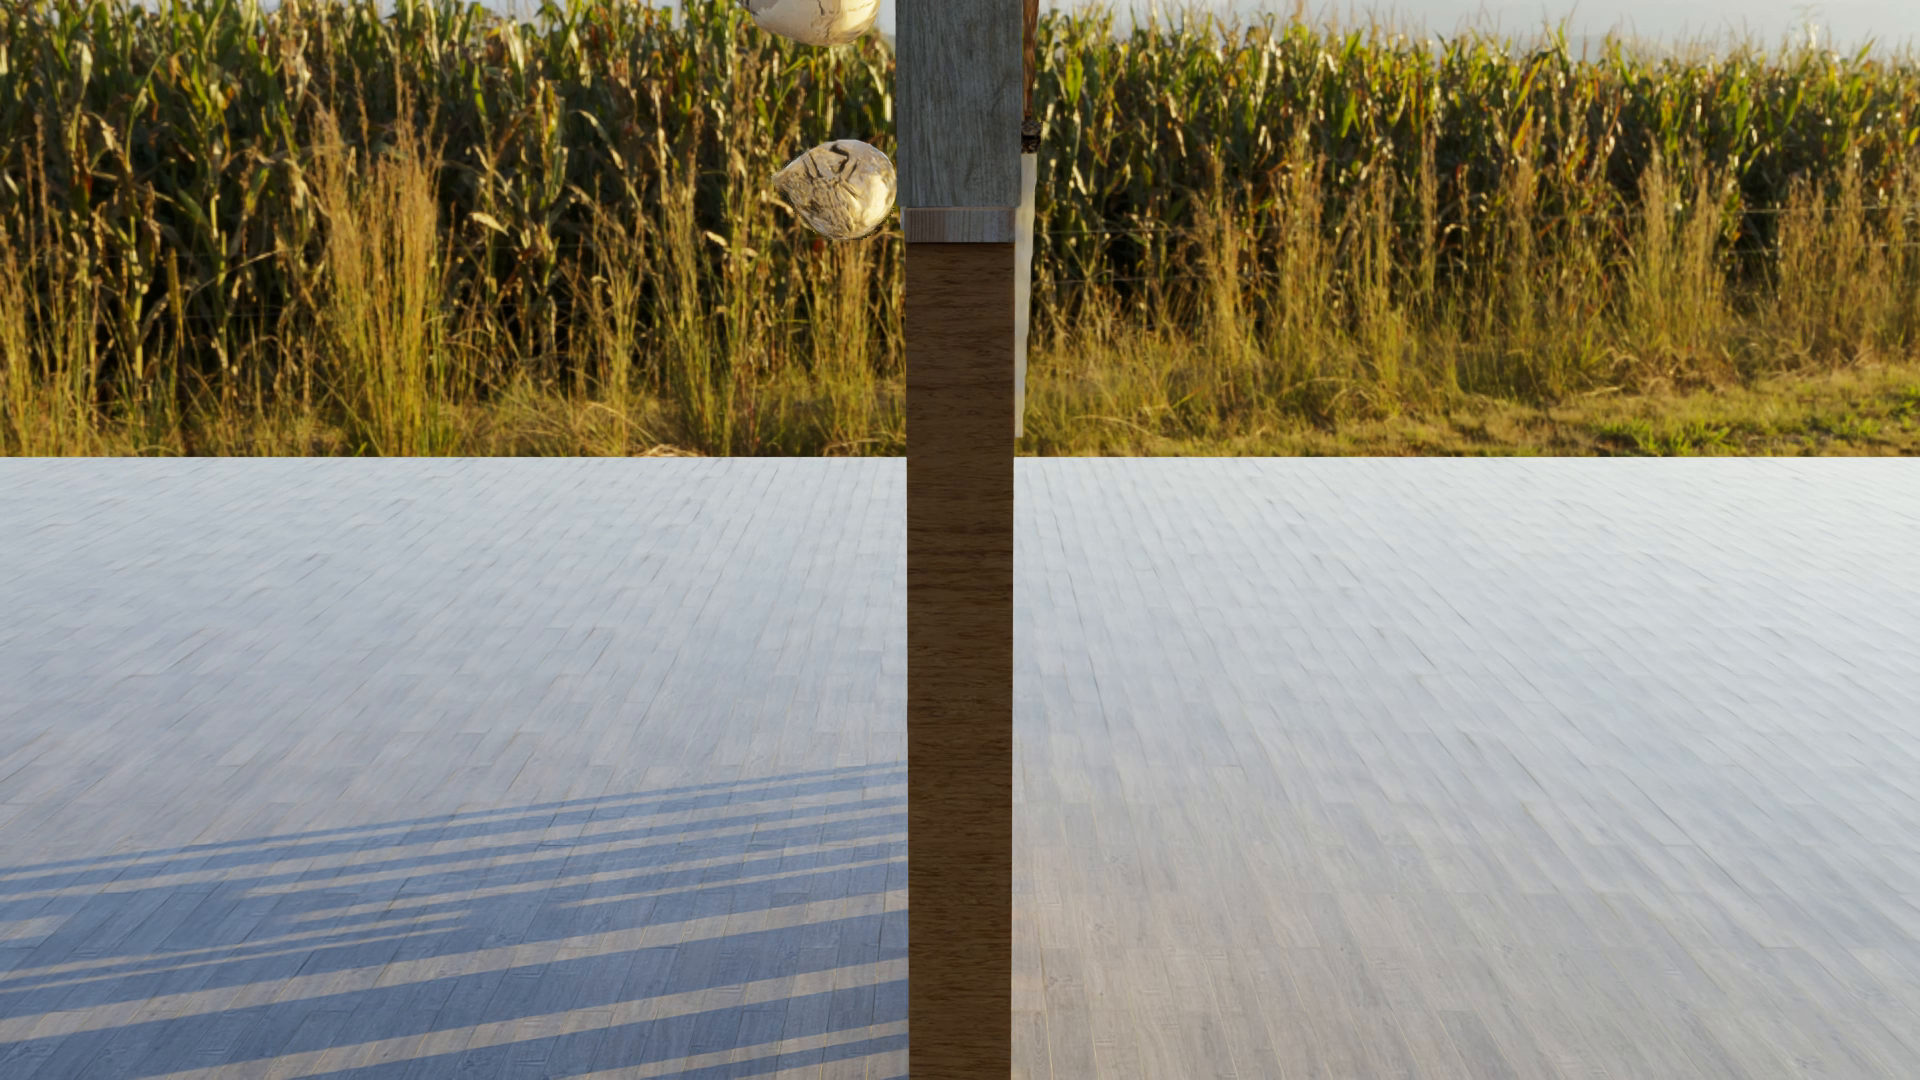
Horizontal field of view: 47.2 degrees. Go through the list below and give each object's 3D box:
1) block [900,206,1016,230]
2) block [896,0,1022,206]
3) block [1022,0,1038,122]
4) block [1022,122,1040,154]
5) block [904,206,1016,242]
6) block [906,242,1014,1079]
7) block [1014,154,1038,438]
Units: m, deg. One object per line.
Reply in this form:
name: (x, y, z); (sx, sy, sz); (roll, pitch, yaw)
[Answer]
block: (-0.002, -0.602, 2.991); (0.158, 0.356, 0.045); (0, 10, 0)
block: (-0.001, -0.583, 2.779); (0.158, 0.317, 0.045); (0, 11, 0)
block: (0.056, -0.843, 3.664); (0.142, 0.284, 0.040); (3, 14, -1)
block: (0.036, -0.692, 3.774); (0.175, 0.050, 0.351); (2, 10, -3)
block: (-0.001, -0.401, 2.770); (0.133, 0.038, 0.266); (0, 11, 0)
block: (0.000, 0.184, 2.788); (0.133, 1.119, 0.038); (0, 11, 0)
block: (0.029, -0.413, 3.693); (0.176, 0.471, 0.050); (3, 7, -2)
